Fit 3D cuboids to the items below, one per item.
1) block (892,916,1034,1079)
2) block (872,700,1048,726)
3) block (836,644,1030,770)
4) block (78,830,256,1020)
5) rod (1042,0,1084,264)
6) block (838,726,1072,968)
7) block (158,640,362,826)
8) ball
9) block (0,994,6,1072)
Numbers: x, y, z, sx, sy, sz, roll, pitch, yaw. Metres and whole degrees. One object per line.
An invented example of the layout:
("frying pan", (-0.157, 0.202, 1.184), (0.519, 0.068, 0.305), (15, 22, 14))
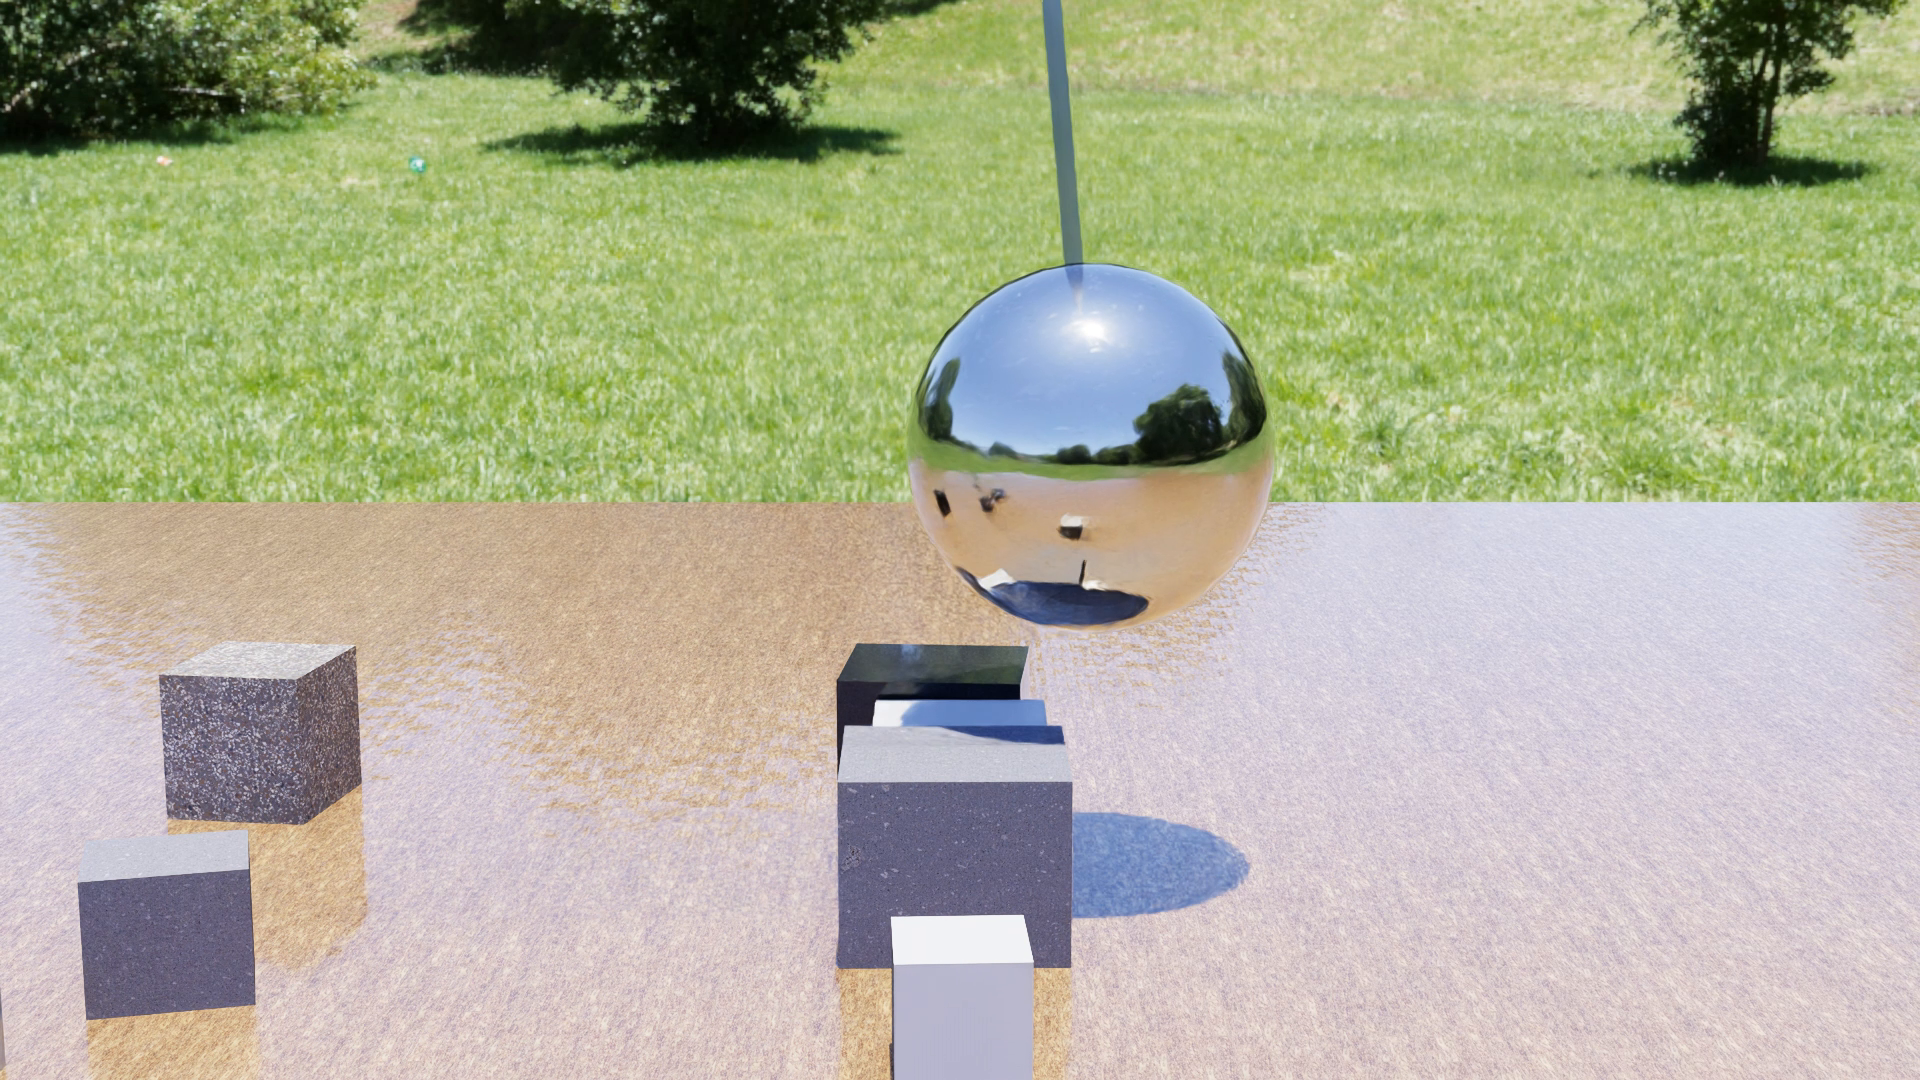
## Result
("block", (0.002, 1.652, 9.099), (0.480, 0.495, 0.501), (0, 10, -3))
("block", (-0.001, 1.138, 11.429), (0.773, 0.672, 0.832), (0, 10, 0))
("block", (-0.115, 0.950, 12.261), (0.850, 0.743, 0.799), (1, 10, 4))
("block", (-3.058, 1.478, 9.925), (0.615, 0.540, 0.539), (-3, 11, -15))
("rod", (0.243, -3.730, 10.502), (0.080, 5.200, 0.080), (-5, 10, 1))
("block", (-0.024, 1.247, 10.563), (0.923, 0.767, 0.881), (0, 10, -1))
("block", (-3.390, 0.927, 12.486), (0.684, 0.709, 0.737), (2, 10, 8))
("ball", (0.561, -0.399, 11.108), (1.600, 1.600, 1.600), (0, 10, 0))
("block", (-3.694, 1.686, 8.848), (0.555, 0.517, 0.613), (0, 10, -1))
